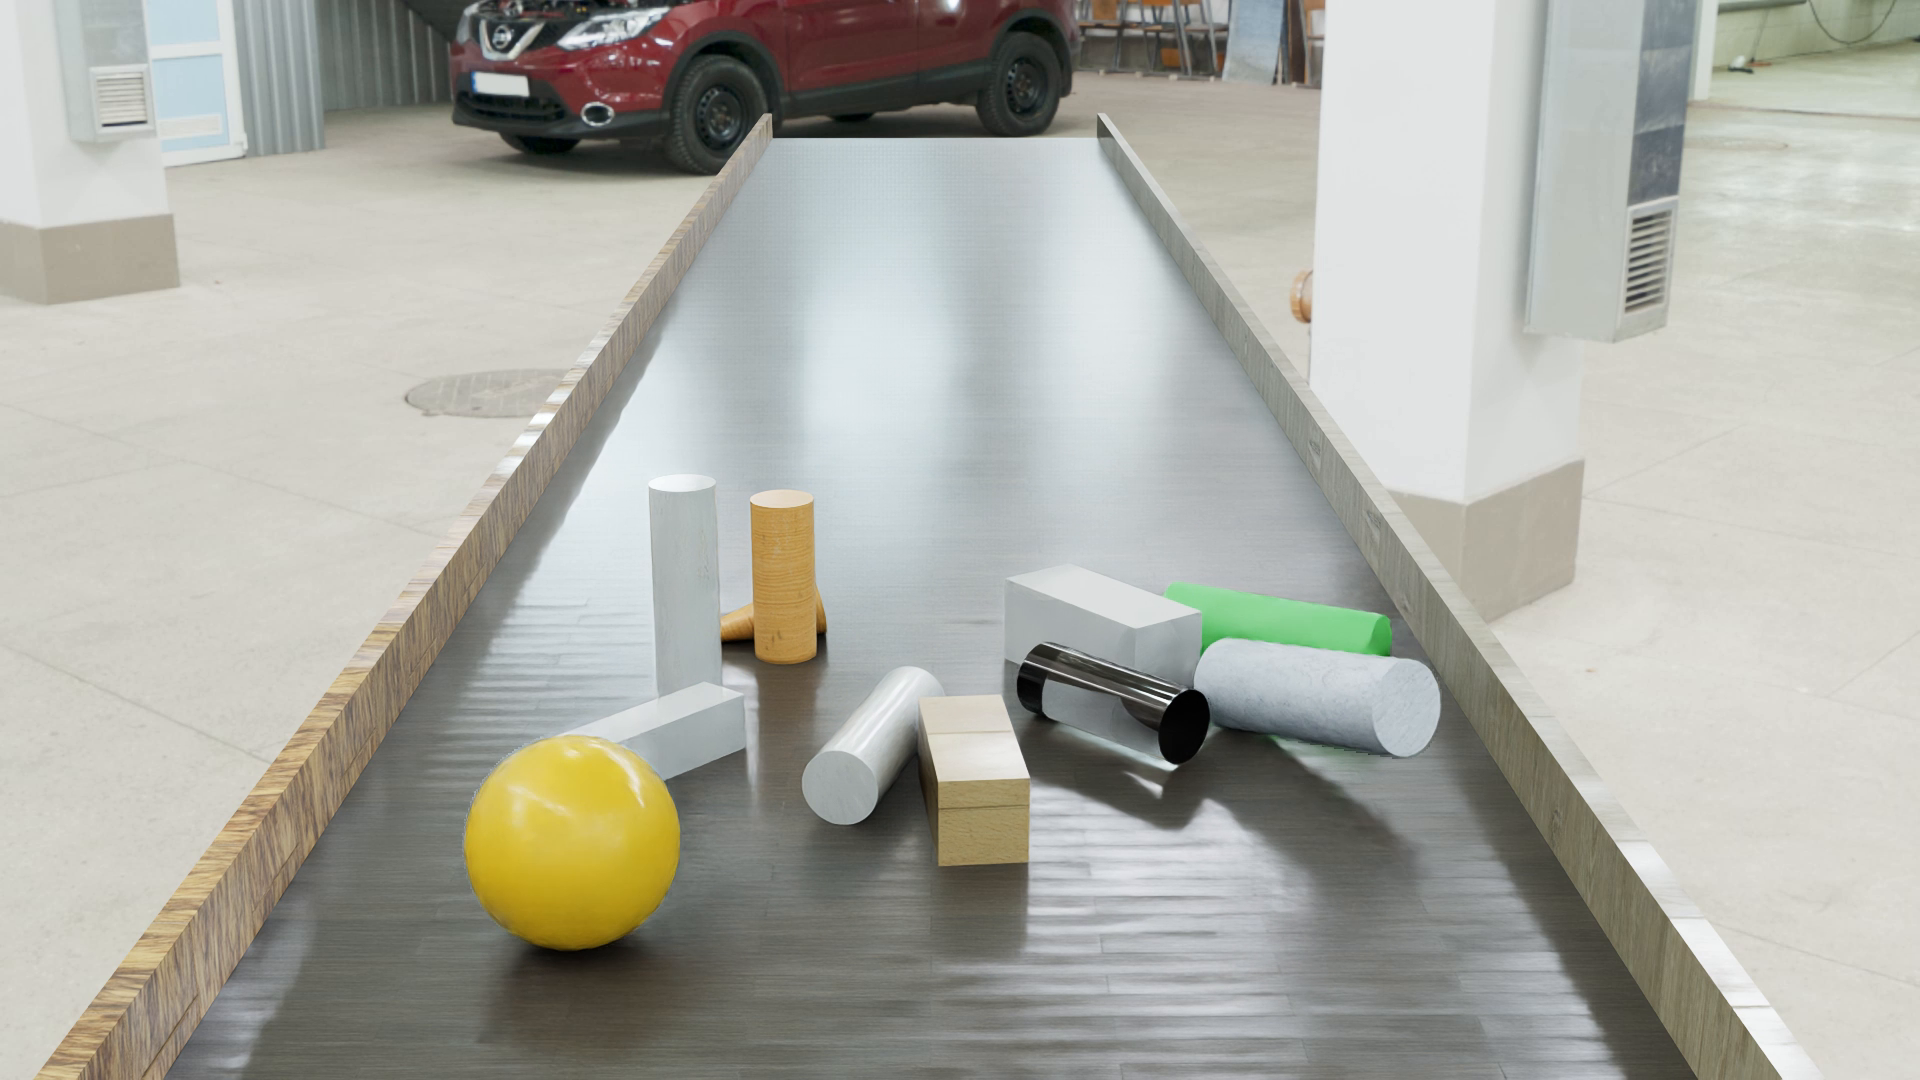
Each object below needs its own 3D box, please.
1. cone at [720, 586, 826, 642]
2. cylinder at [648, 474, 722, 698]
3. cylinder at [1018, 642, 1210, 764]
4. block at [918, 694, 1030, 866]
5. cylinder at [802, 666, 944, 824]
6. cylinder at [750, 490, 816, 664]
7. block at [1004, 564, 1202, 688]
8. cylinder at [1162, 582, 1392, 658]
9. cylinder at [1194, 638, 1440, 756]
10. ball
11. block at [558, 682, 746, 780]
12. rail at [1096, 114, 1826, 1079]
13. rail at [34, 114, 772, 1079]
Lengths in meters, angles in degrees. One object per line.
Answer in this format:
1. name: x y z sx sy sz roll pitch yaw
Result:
1. cone: -0.457 0.177 4.524 0.344 0.125 0.125 -15 20 -13
2. cylinder: -0.511 0.104 4.111 0.124 0.437 0.124 0 17 0
3. cylinder: 0.276 0.293 4.000 0.137 0.137 0.350 -15 22 -41
4. block: 0.019 0.393 3.652 0.145 0.145 0.374 -2 17 -6
5. cylinder: -0.143 0.350 3.817 0.132 0.132 0.421 4 17 14
6. cylinder: -0.352 0.073 4.402 0.126 0.326 0.126 0 18 0
7. block: 0.275 0.187 4.303 0.169 0.169 0.390 -12 21 -36
8. cylinder: 0.614 0.189 4.322 0.432 0.153 0.153 9 19 27
9. cylinder: 0.623 0.273 3.883 0.165 0.165 0.444 -12 10 -35
10. ball: -0.563 0.440 3.202 0.312 0.312 0.312 0 17 0
11. block: -0.553 0.359 3.839 0.103 0.103 0.397 13 21 38
12. rail: 0.932 -0.844 7.801 0.050 0.150 12.000 0 17 -1
13. rail: -1.118 -0.838 7.780 0.050 0.150 12.000 0 17 -1
